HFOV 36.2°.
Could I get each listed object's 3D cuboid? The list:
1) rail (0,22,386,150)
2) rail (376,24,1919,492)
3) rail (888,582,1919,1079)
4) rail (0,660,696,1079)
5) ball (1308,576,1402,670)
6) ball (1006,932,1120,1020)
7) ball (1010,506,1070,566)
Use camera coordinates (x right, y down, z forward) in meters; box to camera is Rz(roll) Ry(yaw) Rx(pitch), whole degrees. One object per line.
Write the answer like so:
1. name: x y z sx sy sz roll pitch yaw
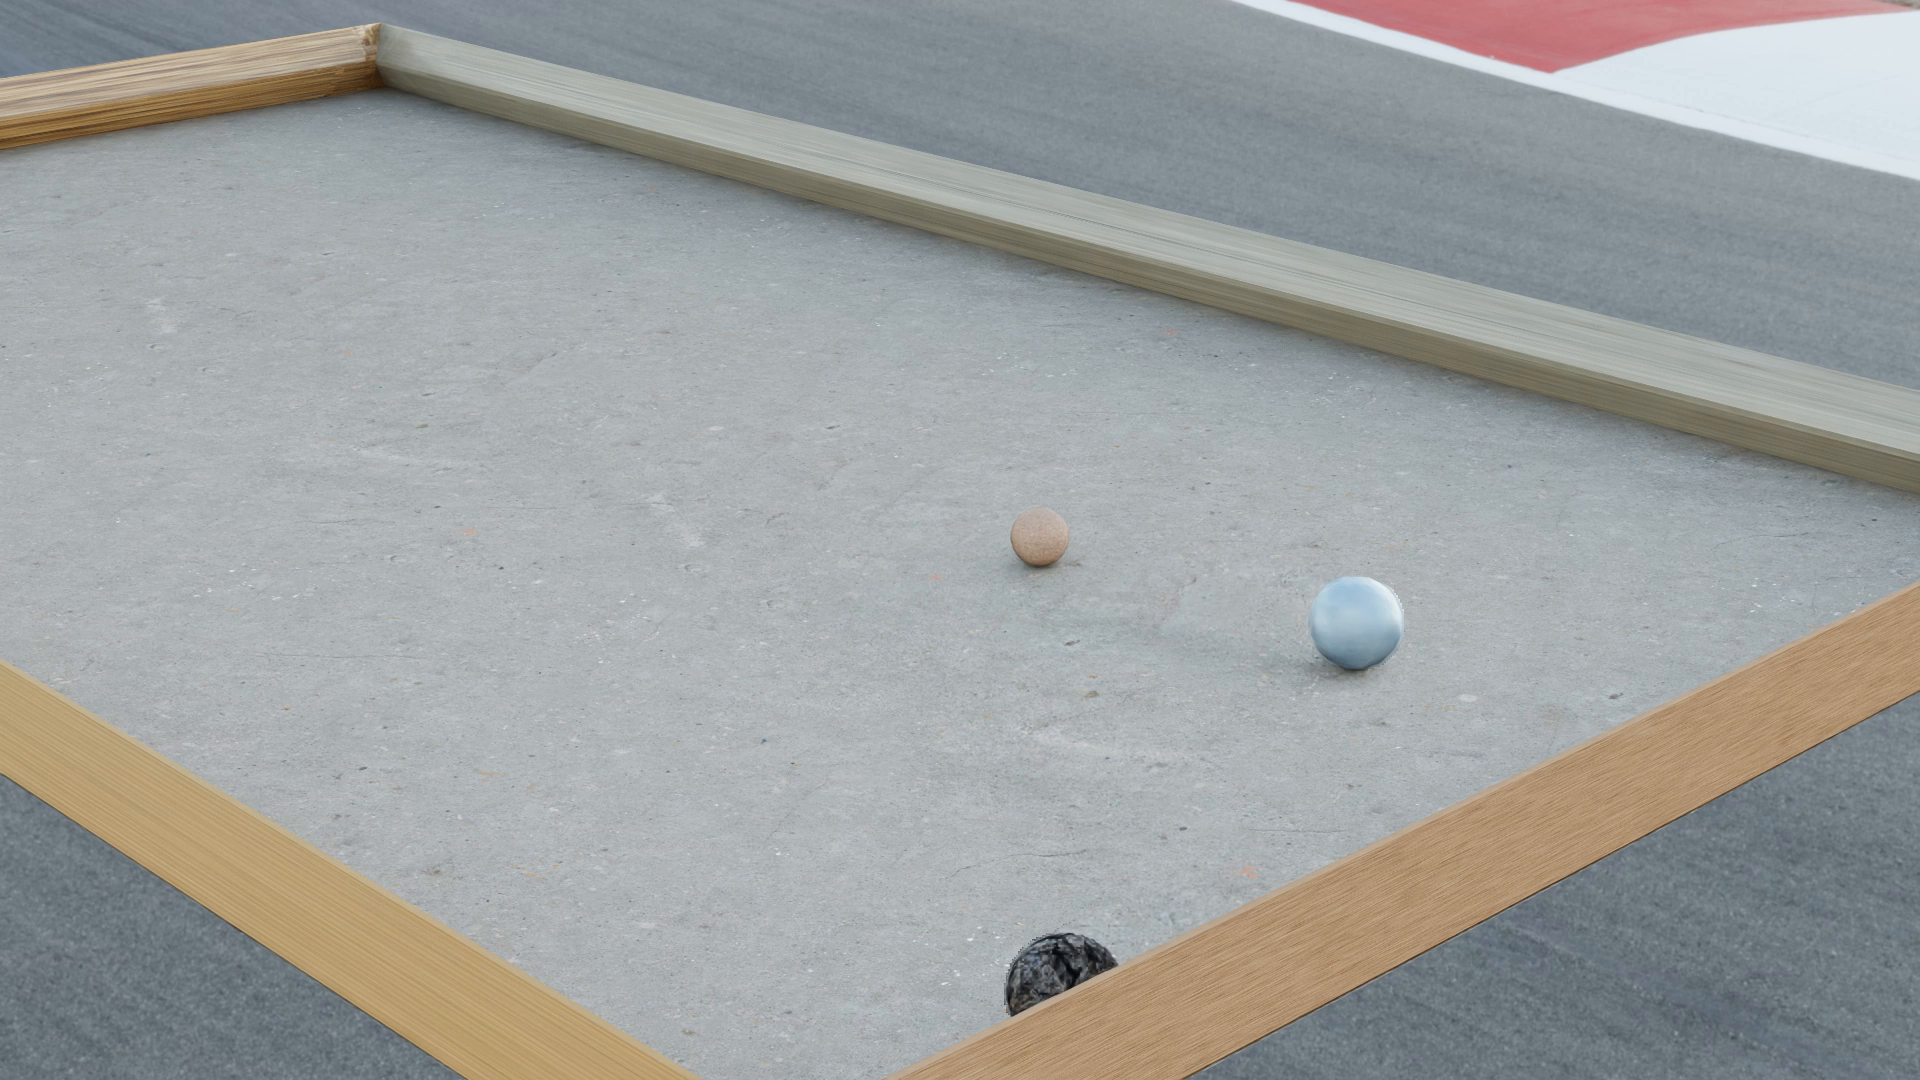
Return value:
1. rail: -1.550 -0.586 4.258 1.712 0.104 0.045 -18 27 -40
2. rail: 0.082 -0.408 3.777 0.045 0.104 3.037 -18 27 -40
3. rail: 0.506 0.168 2.223 1.712 0.104 0.045 -18 27 -40
4. rail: -1.126 -0.010 2.704 0.045 0.104 3.037 -18 27 -40
5. ball: 0.339 0.071 2.522 0.080 0.080 0.080 0 20 0
6. ball: 0.069 0.296 1.917 0.078 0.078 0.078 0 20 0
7. ball: 0.075 -0.003 2.757 0.056 0.056 0.056 0 20 0
